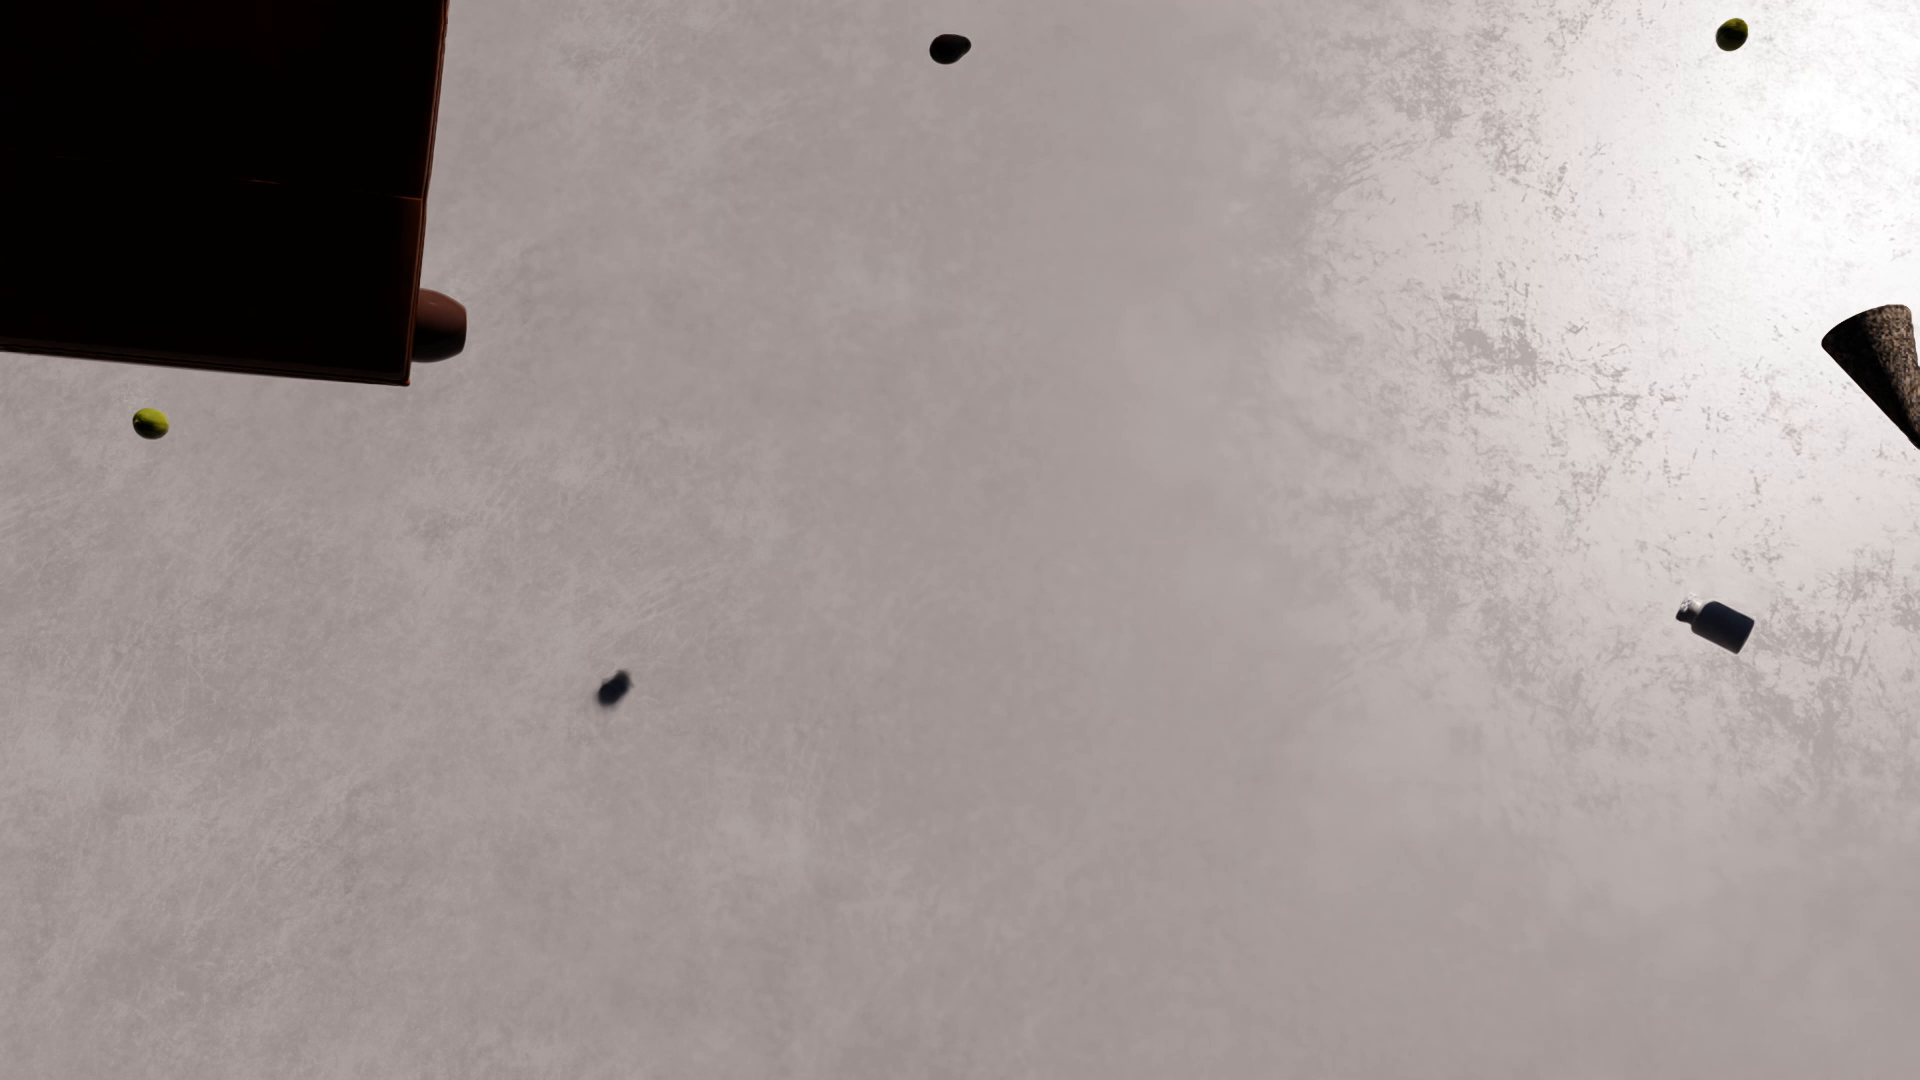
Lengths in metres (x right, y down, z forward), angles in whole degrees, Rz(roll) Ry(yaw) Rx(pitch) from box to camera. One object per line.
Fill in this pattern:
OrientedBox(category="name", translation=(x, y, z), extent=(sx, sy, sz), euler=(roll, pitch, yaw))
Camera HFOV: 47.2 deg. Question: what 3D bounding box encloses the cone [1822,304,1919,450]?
OrientedBox(category="cone", translation=(1.395, -0.215, 3.269), extent=(0.139, 0.128, 0.238), euler=(-9, 65, -14))
